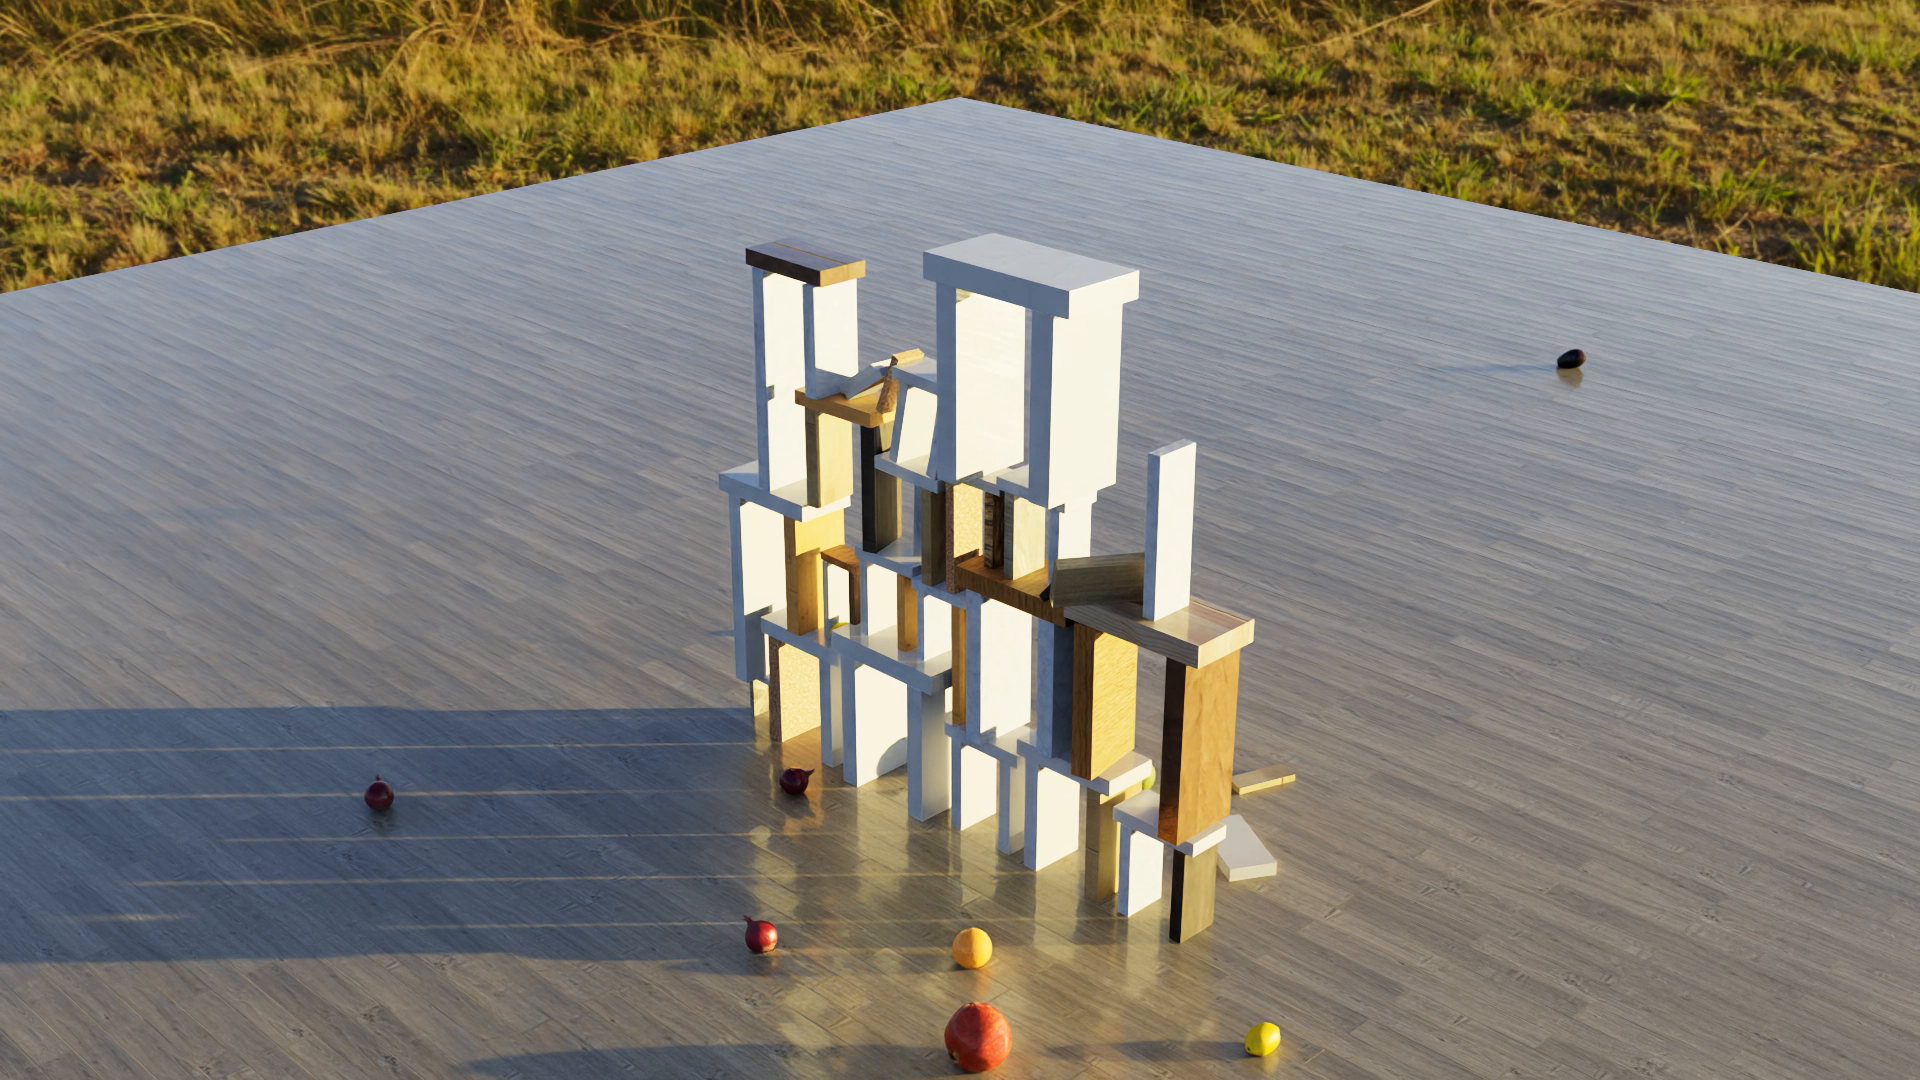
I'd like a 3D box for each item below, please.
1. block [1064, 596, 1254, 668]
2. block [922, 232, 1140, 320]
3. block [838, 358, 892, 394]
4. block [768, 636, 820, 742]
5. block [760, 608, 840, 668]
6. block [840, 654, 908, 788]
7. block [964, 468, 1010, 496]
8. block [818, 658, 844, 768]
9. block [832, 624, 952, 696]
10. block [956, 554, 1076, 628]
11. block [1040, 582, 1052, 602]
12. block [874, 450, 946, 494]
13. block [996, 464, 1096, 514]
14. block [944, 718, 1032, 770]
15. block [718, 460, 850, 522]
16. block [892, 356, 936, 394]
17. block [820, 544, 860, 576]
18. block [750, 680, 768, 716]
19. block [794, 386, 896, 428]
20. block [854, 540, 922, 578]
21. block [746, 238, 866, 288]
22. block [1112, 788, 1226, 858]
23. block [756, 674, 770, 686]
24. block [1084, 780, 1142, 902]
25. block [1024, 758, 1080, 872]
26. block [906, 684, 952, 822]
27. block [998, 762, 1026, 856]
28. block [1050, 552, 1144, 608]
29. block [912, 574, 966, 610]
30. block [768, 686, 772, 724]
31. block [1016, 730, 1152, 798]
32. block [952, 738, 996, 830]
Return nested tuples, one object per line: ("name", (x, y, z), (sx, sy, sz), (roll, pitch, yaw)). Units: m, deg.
("block", (0.351, 0.138, 3.902), (0.308, 0.044, 0.154), (21, 31, 40))
("block", (0.122, -0.469, 3.890), (0.178, 0.050, 0.356), (-21, 31, -40))
("block", (-0.177, -0.322, 4.310), (0.065, 0.018, 0.130), (-18, -5, -36))
("block", (-0.352, 0.302, 4.739), (0.034, 0.243, 0.122), (21, 31, 41))
("block", (-0.294, 0.196, 4.632), (0.243, 0.034, 0.121), (21, 31, 41))
("block", (-0.177, 0.351, 4.559), (0.042, 0.293, 0.147), (21, 30, 40))
("block", (0.045, -0.121, 4.127), (0.152, 0.022, 0.076), (21, 31, 40))
("block", (-0.238, 0.346, 4.633), (0.121, 0.243, 0.034), (-21, 31, -41))
("block", (-0.107, 0.224, 4.428), (0.147, 0.042, 0.293), (-21, 31, -40))
("block", (0.140, 0.084, 4.110), (0.278, 0.039, 0.139), (21, 31, 40))
("block", (0.195, 0.077, 3.983), (0.102, 0.051, 0.014), (-24, 74, -36))
("block", (-0.072, -0.138, 4.253), (0.091, 0.026, 0.182), (-20, 30, -39))
("block", (0.157, -0.094, 4.011), (0.170, 0.024, 0.085), (22, 31, 40))
("block", (0.074, 0.385, 4.308), (0.199, 0.028, 0.099), (21, 31, 41))
("block", (-0.367, -0.106, 4.579), (0.263, 0.037, 0.131), (21, 31, 40))
("block", (-0.040, -0.304, 4.140), (0.085, 0.024, 0.171), (-19, 30, -38))
("block", (-0.226, 0.040, 4.493), (0.058, 0.016, 0.115), (-20, 30, -39))
("block", (-0.440, 0.337, 4.847), (0.047, 0.094, 0.013), (-21, 31, -40))
("block", (-0.215, -0.273, 4.345), (0.211, 0.030, 0.106), (20, 30, 38))
("block", (-0.124, 0.033, 4.379), (0.163, 0.023, 0.081), (20, 30, 40))
("block", (-0.305, -0.547, 4.326), (0.114, 0.032, 0.229), (-21, 31, -40))
("block", (0.382, 0.517, 4.023), (0.189, 0.027, 0.095), (21, 31, 40))
("block", (-0.418, 0.296, 4.806), (0.094, 0.013, 0.047), (21, 31, 41))
("block", (0.289, 0.555, 4.151), (0.118, 0.236, 0.033), (-21, 31, -40))
("block", (0.178, 0.511, 4.254), (0.118, 0.236, 0.033), (-21, 31, -40))
("block", (-0.039, 0.406, 4.428), (0.042, 0.293, 0.147), (21, 31, 41))
("block", (0.121, 0.508, 4.309), (0.028, 0.199, 0.099), (21, 31, 41))
("block", (0.258, 0.070, 3.881), (0.191, 0.095, 0.027), (-4, 45, -10))
("block", (-0.017, 0.094, 4.277), (0.074, 0.021, 0.148), (-21, 31, -40))
("block", (-0.396, 0.354, 4.807), (0.047, 0.094, 0.013), (-21, 31, -41))
("block", (0.233, 0.409, 4.150), (0.118, 0.033, 0.236), (-21, 31, -41))
("block", (0.028, 0.471, 4.395), (0.028, 0.199, 0.099), (21, 31, 41))
